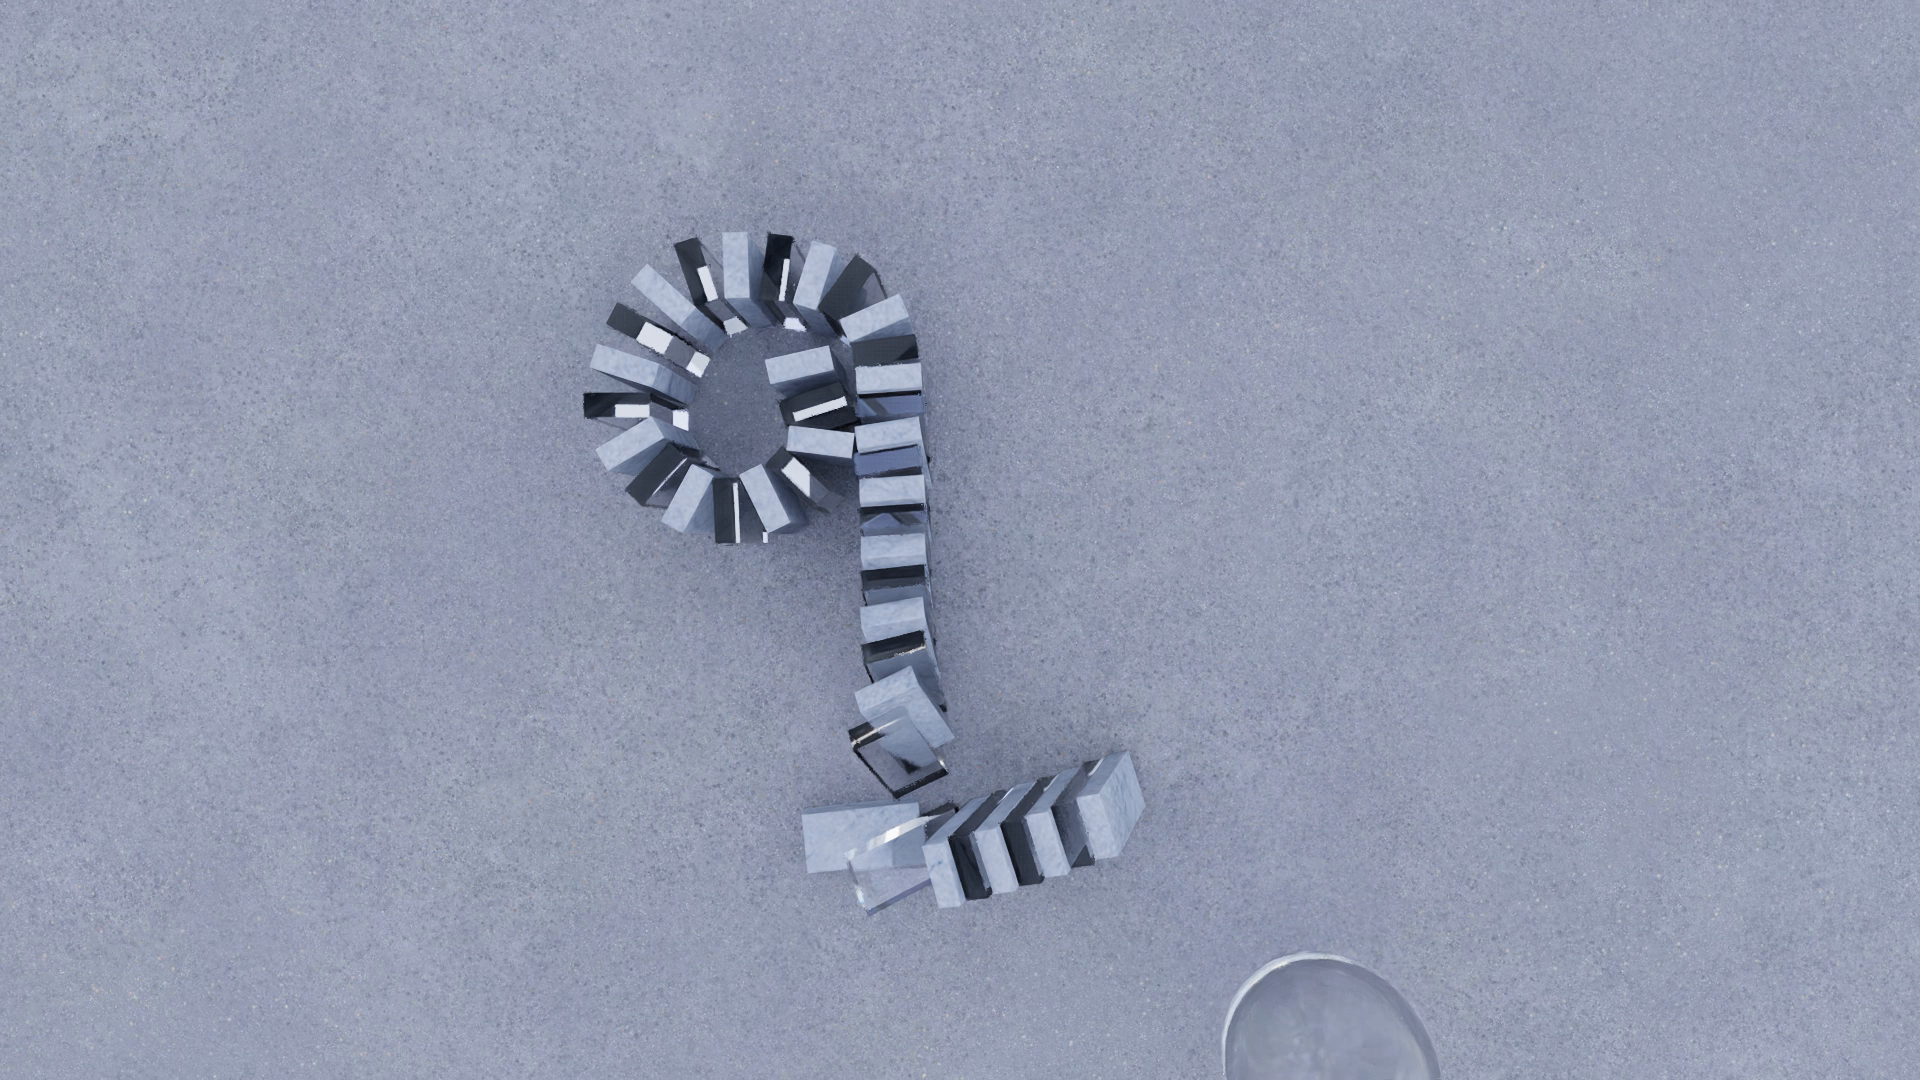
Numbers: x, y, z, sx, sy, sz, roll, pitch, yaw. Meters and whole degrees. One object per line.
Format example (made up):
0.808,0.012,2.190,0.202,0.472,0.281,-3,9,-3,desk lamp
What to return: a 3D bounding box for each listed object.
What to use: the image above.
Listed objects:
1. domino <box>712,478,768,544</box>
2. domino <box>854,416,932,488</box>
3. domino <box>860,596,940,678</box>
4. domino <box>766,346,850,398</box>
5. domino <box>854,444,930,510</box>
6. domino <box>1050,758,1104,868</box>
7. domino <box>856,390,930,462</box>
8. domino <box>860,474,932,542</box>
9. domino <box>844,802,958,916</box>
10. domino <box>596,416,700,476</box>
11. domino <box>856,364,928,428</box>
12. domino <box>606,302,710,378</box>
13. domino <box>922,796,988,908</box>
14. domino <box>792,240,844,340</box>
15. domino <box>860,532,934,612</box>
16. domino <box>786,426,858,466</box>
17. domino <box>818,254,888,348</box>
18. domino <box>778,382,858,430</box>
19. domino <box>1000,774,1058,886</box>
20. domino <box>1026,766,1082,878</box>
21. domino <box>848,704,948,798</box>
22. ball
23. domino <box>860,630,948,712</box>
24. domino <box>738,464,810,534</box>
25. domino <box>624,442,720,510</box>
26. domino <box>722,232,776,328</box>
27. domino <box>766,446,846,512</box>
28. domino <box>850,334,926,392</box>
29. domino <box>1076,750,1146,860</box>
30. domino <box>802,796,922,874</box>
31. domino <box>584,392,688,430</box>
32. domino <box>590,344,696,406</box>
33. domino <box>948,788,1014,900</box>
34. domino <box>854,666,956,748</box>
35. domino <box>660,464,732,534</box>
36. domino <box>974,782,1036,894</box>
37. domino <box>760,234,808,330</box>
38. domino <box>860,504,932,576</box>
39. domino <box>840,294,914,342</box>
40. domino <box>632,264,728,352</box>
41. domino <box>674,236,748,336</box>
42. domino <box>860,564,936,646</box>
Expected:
-0.089,-0.011,0.375,0.009,0.050,0.025,-3,90,0,domino
-0.026,-0.033,0.375,0.025,0.050,0.009,-9,71,0,domino
-0.024,0.043,0.377,0.025,0.050,0.010,-10,52,0,domino
-0.061,-0.067,0.375,0.025,0.050,0.009,-13,90,0,domino
-0.027,-0.023,0.375,0.025,0.050,0.009,-9,71,0,domino
0.053,0.111,0.375,0.009,0.050,0.025,-18,90,24,domino
-0.026,-0.045,0.375,0.025,0.050,0.009,-4,72,0,domino
-0.026,-0.011,0.375,0.025,0.050,0.009,-4,70,0,domino
-0.021,0.133,0.383,0.050,0.009,0.025,-20,96,-23,domino
-0.126,-0.037,0.375,0.025,0.050,0.010,-31,90,0,domino
-0.027,-0.057,0.375,0.025,0.050,0.010,-4,79,0,domino
-0.122,-0.081,0.375,0.025,0.050,0.009,28,90,0,domino
0.003,0.127,0.375,0.009,0.050,0.025,-16,90,24,domino
-0.055,-0.101,0.375,0.009,0.050,0.025,18,90,1,domino
-0.025,0.015,0.376,0.025,0.050,0.010,-4,59,0,domino
-0.053,-0.038,0.375,0.025,0.050,0.010,7,90,0,domino
-0.042,-0.096,0.375,0.009,0.050,0.025,36,90,3,domino
-0.056,-0.052,0.375,0.025,0.050,0.010,-18,90,0,domino
0.033,0.118,0.375,0.009,0.050,0.025,-18,90,24,domino
0.043,0.114,0.375,0.010,0.050,0.025,-18,90,24,domino
-0.025,0.088,0.378,0.025,0.050,0.010,-25,49,0,domino
0.144,0.206,0.360,0.080,0.080,0.080,0,90,0,ball
-0.022,0.058,0.378,0.025,0.050,0.009,-14,50,0,domino
-0.075,-0.016,0.375,0.009,0.050,0.025,-26,90,0,domino
-0.116,-0.025,0.375,0.010,0.050,0.025,43,90,0,domino
-0.086,-0.105,0.375,0.009,0.050,0.025,-2,90,0,domino
-0.062,-0.024,0.375,0.025,0.050,0.009,43,90,0,domino
-0.028,-0.070,0.375,0.025,0.050,0.009,-8,84,0,domino
0.063,0.107,0.375,0.009,0.050,0.025,-18,90,24,domino
-0.041,0.127,0.395,0.050,0.009,0.025,-6,90,0,domino
-0.131,-0.052,0.375,0.025,0.050,0.009,0,90,0,domino
-0.128,-0.067,0.375,0.025,0.050,0.010,18,90,0,domino
0.013,0.123,0.375,0.009,0.050,0.025,-17,90,24,domino
-0.022,0.073,0.378,0.025,0.050,0.009,-26,49,0,domino
-0.104,-0.016,0.375,0.009,0.050,0.025,28,90,0,domino
0.023,0.121,0.375,0.010,0.050,0.025,-18,90,24,domino
-0.070,-0.104,0.375,0.009,0.050,0.025,7,90,0,domino
-0.025,0.002,0.375,0.025,0.050,0.009,-4,64,0,domino
-0.032,-0.084,0.375,0.025,0.050,0.010,-24,87,0,domino
-0.113,-0.094,0.375,0.025,0.050,0.009,42,90,0,domino
-0.101,-0.103,0.375,0.009,0.050,0.025,-19,90,0,domino
-0.025,0.029,0.377,0.025,0.050,0.010,-6,55,0,domino
